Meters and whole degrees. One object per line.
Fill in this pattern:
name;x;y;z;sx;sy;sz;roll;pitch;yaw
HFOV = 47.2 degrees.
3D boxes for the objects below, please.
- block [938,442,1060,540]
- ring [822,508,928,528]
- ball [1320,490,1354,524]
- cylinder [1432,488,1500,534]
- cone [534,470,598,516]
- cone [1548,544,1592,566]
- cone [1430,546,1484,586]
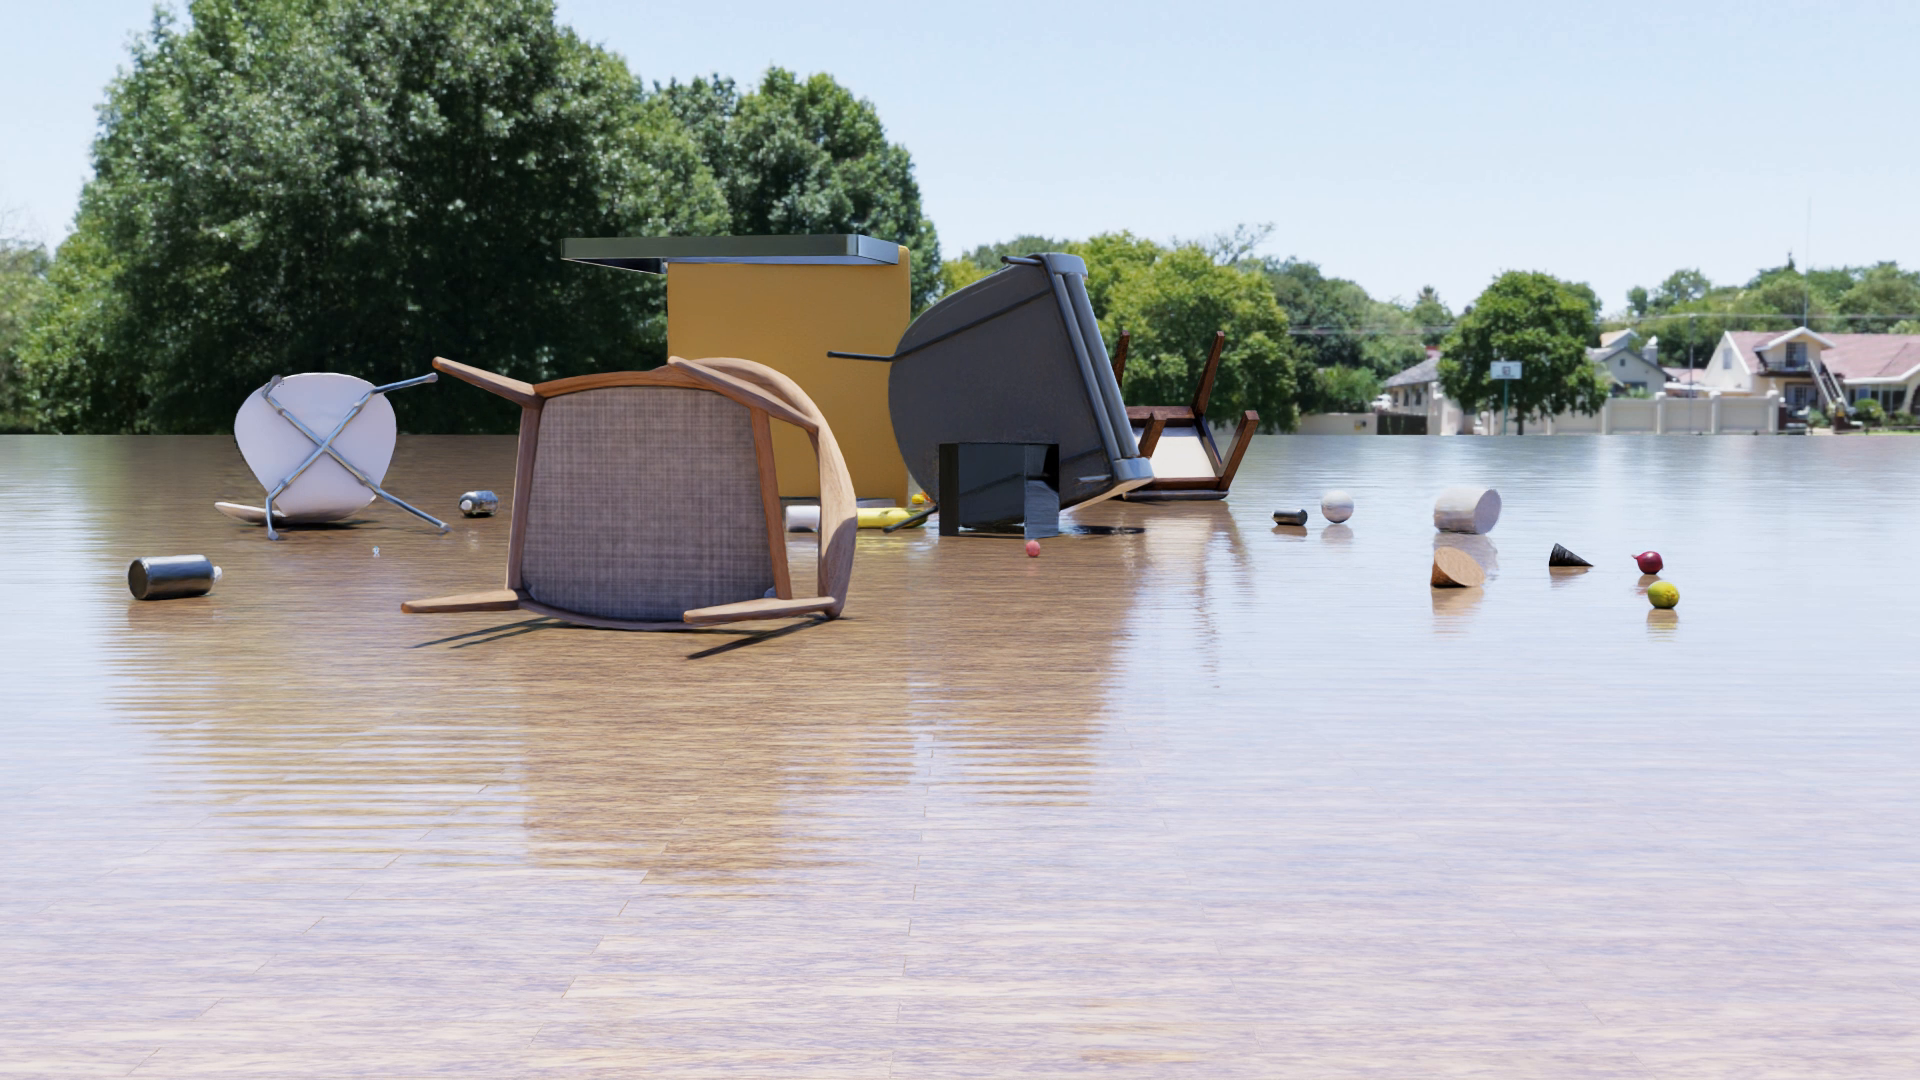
block;0.119;-0.153;6.726;0.305;0.281;0.205;2;5;32
ring;-0.278;-0.071;7.149;0.352;0.060;0.218;0;3;3
ball;1.262;-0.111;7.352;0.112;0.112;0.112;0;4;0
cylinder;1.582;-0.091;6.869;0.094;0.145;0.201;25;-7;-24
cone;-1.366;-0.132;7.871;0.255;0.160;0.187;-25;-39;33
cone;1.559;0.051;5.589;0.108;0.061;0.107;18;8;18
cone;1.109;0.081;5.029;0.162;0.094;0.095;18;-36;-31
